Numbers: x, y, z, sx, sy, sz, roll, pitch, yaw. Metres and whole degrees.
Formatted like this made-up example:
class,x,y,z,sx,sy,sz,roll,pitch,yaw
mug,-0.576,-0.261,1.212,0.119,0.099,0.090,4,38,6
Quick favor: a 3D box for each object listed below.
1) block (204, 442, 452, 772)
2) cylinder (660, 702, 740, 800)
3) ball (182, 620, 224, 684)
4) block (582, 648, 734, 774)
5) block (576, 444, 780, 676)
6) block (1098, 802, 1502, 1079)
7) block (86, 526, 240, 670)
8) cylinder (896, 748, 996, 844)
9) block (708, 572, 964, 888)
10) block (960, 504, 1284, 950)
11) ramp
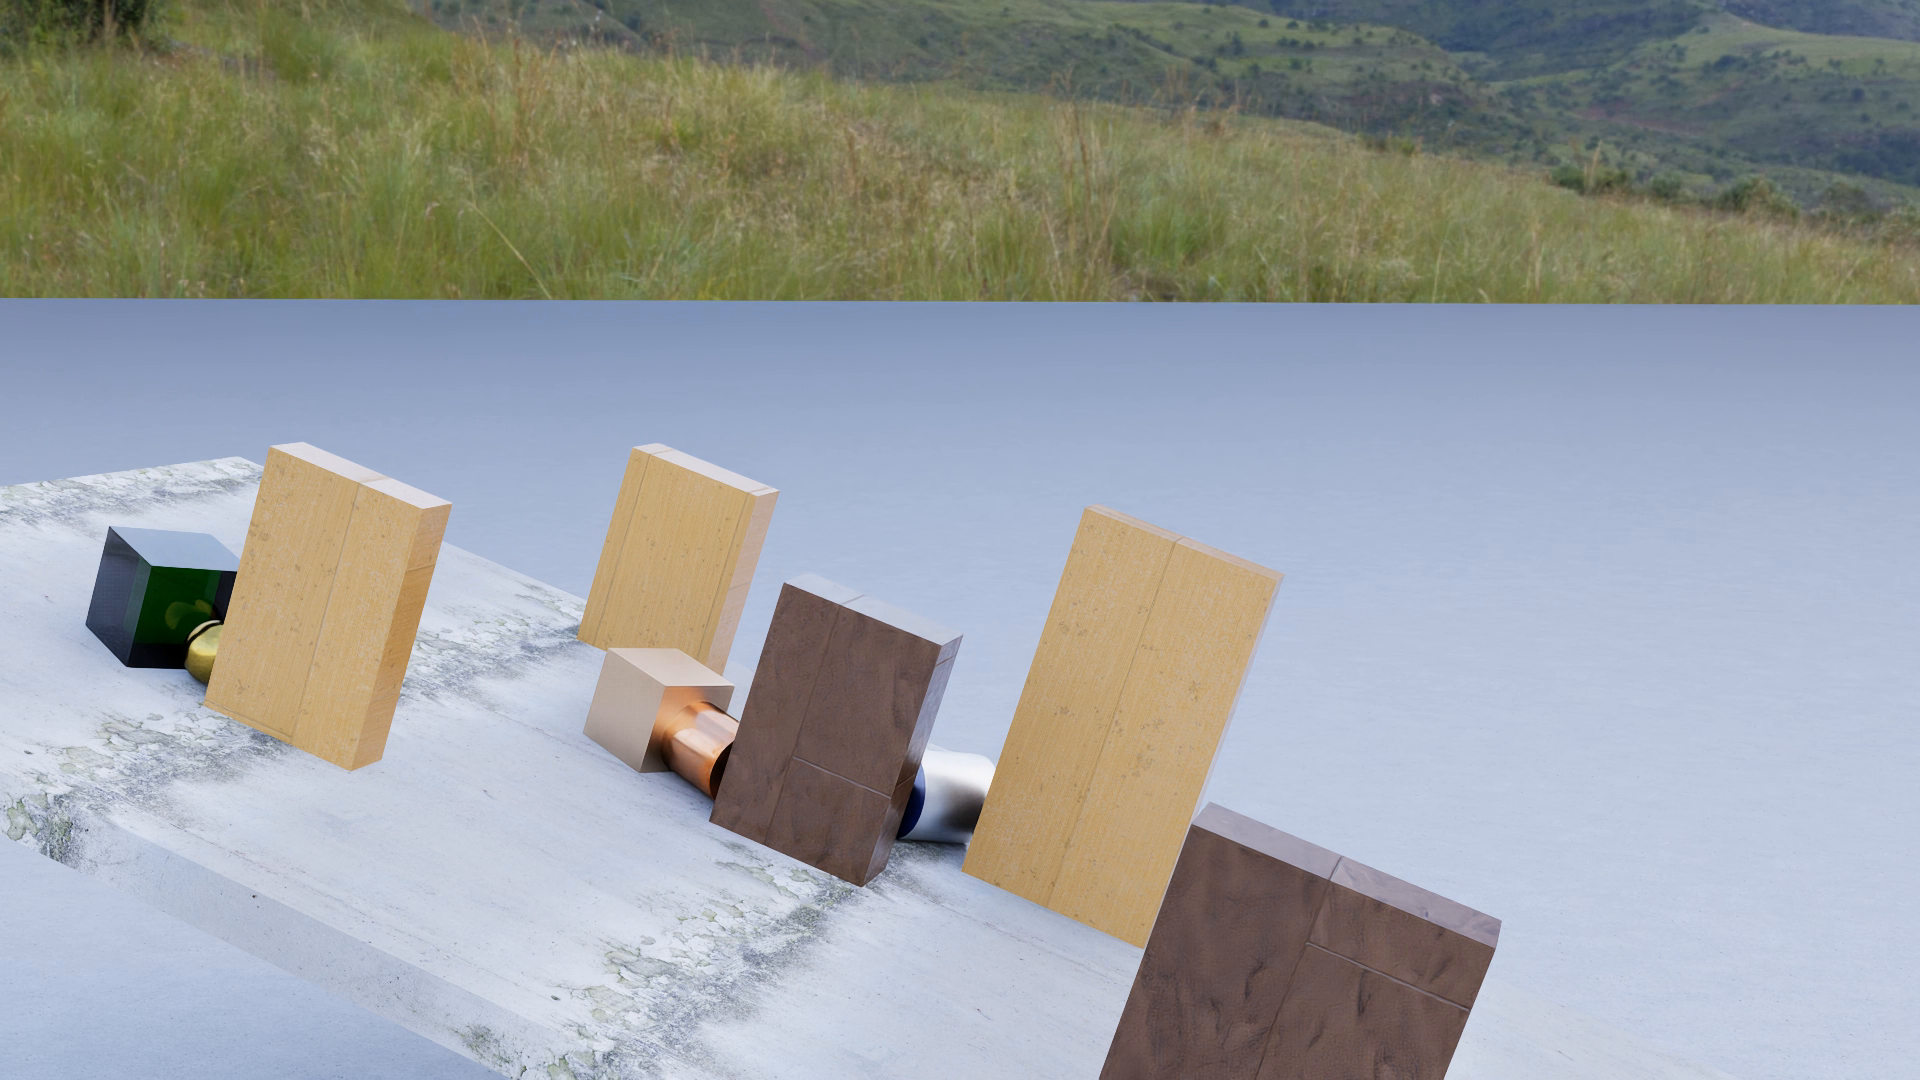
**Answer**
class,x,y,z,sx,sy,sz,roll,pitch,yaw
block,-1.143,0.118,3.968,0.321,0.504,0.102,21,12,14
cylinder,-0.489,0.426,4.398,0.157,0.157,0.157,28,23,38
ball,-1.388,0.211,4.107,0.124,0.124,0.124,0,7,0
block,-0.615,0.346,4.489,0.190,0.190,0.190,28,15,38
block,-0.649,0.058,5.052,0.320,0.472,0.136,21,12,14
block,0.440,0.757,3.116,0.437,0.638,0.135,21,12,14
block,-1.504,0.112,4.186,0.204,0.204,0.204,6,17,-45
cylinder,-0.048,0.526,4.526,0.187,0.187,0.187,10,0,-35
block,-0.239,0.362,4.224,0.330,0.500,0.139,21,12,14
block,0.315,0.366,4.339,0.397,0.784,0.096,21,12,14
ramp,-0.348,0.649,4.220,4.000,0.100,2.000,21,12,14
